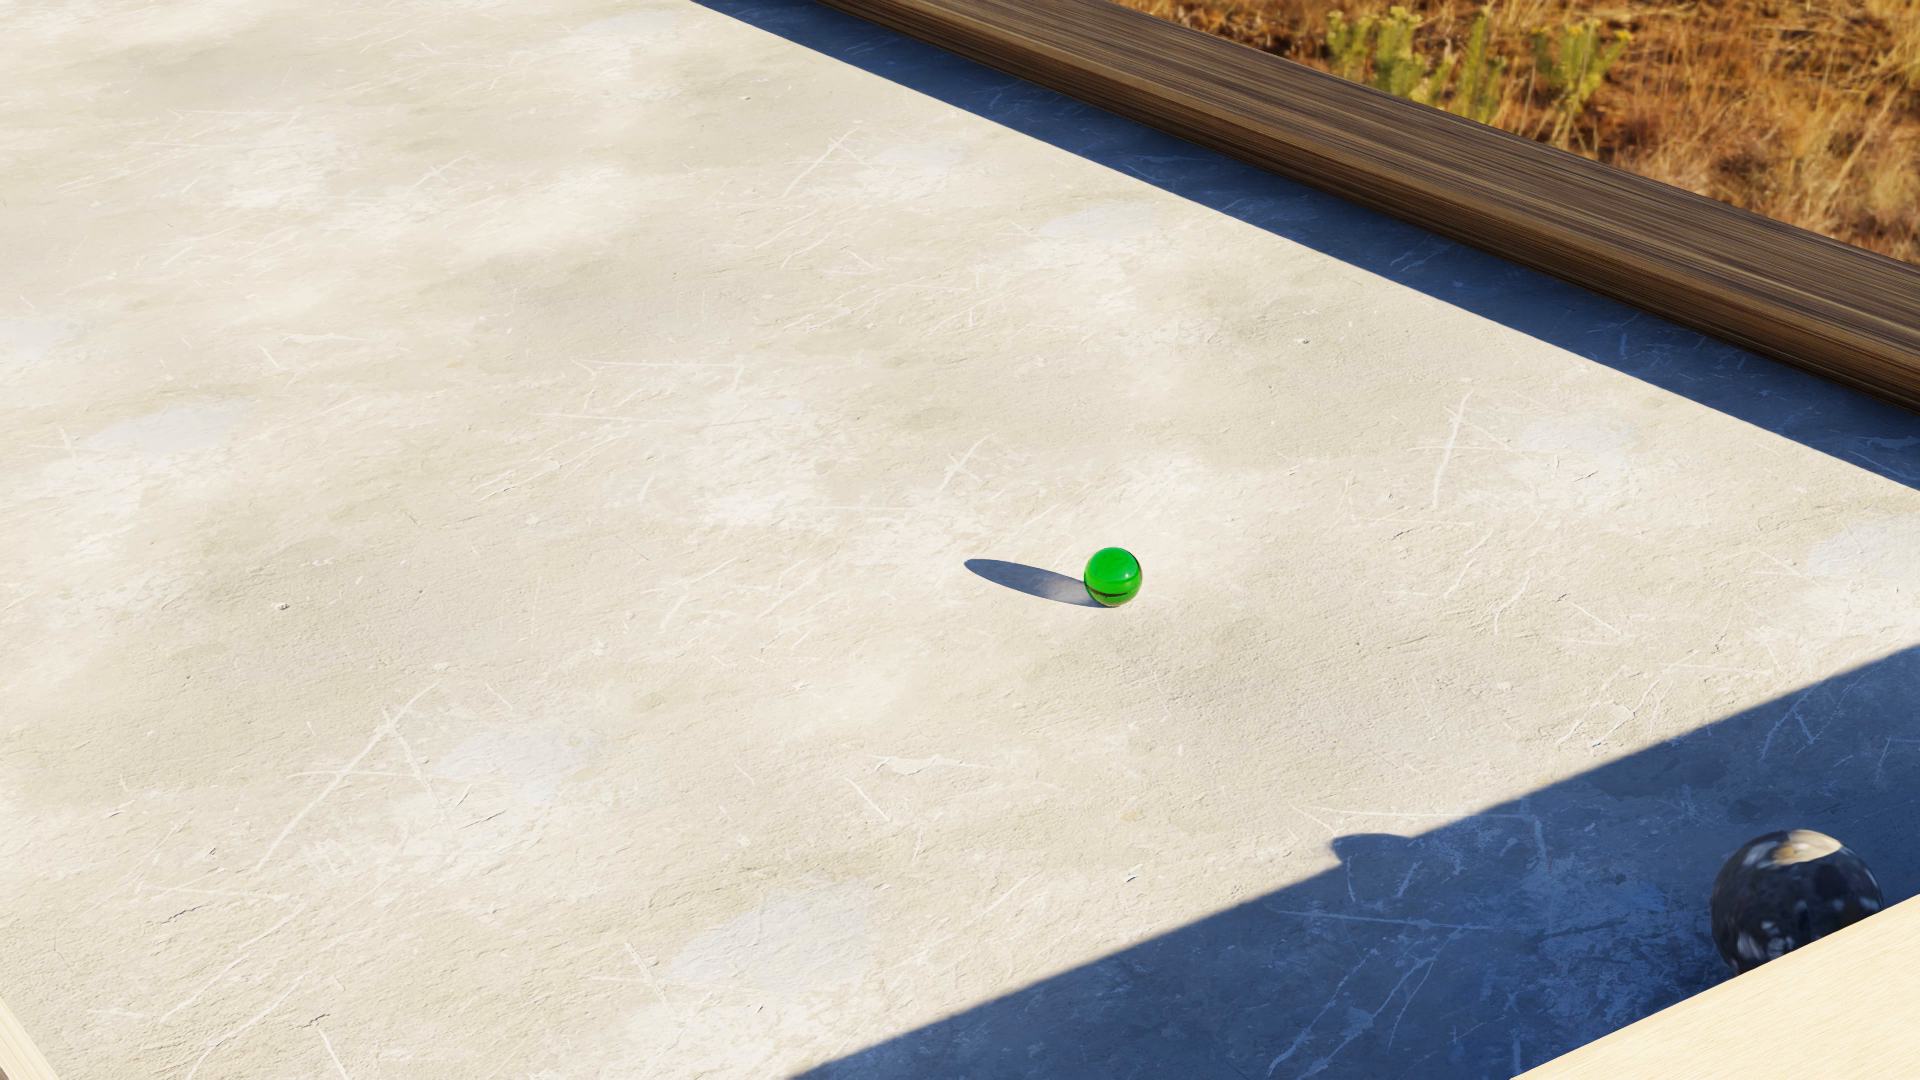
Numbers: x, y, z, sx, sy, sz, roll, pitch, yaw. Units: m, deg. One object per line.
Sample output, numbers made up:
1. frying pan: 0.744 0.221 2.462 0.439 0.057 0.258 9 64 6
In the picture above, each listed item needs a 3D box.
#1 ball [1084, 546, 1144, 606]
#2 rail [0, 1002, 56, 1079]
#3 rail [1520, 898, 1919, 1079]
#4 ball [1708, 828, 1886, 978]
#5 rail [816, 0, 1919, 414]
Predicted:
1. ball: 0.114 0.027 2.189 0.045 0.045 0.045 0 24 0
2. rail: -1.184 -0.128 2.432 0.045 0.128 3.445 -16 29 -31
3. rail: 0.476 0.247 1.595 1.735 0.128 0.045 -16 29 -31
4. ball: 0.484 0.217 1.702 0.098 0.098 0.098 0 24 0
5. rail: 0.204 -0.521 3.307 0.045 0.128 3.445 -16 29 -31
